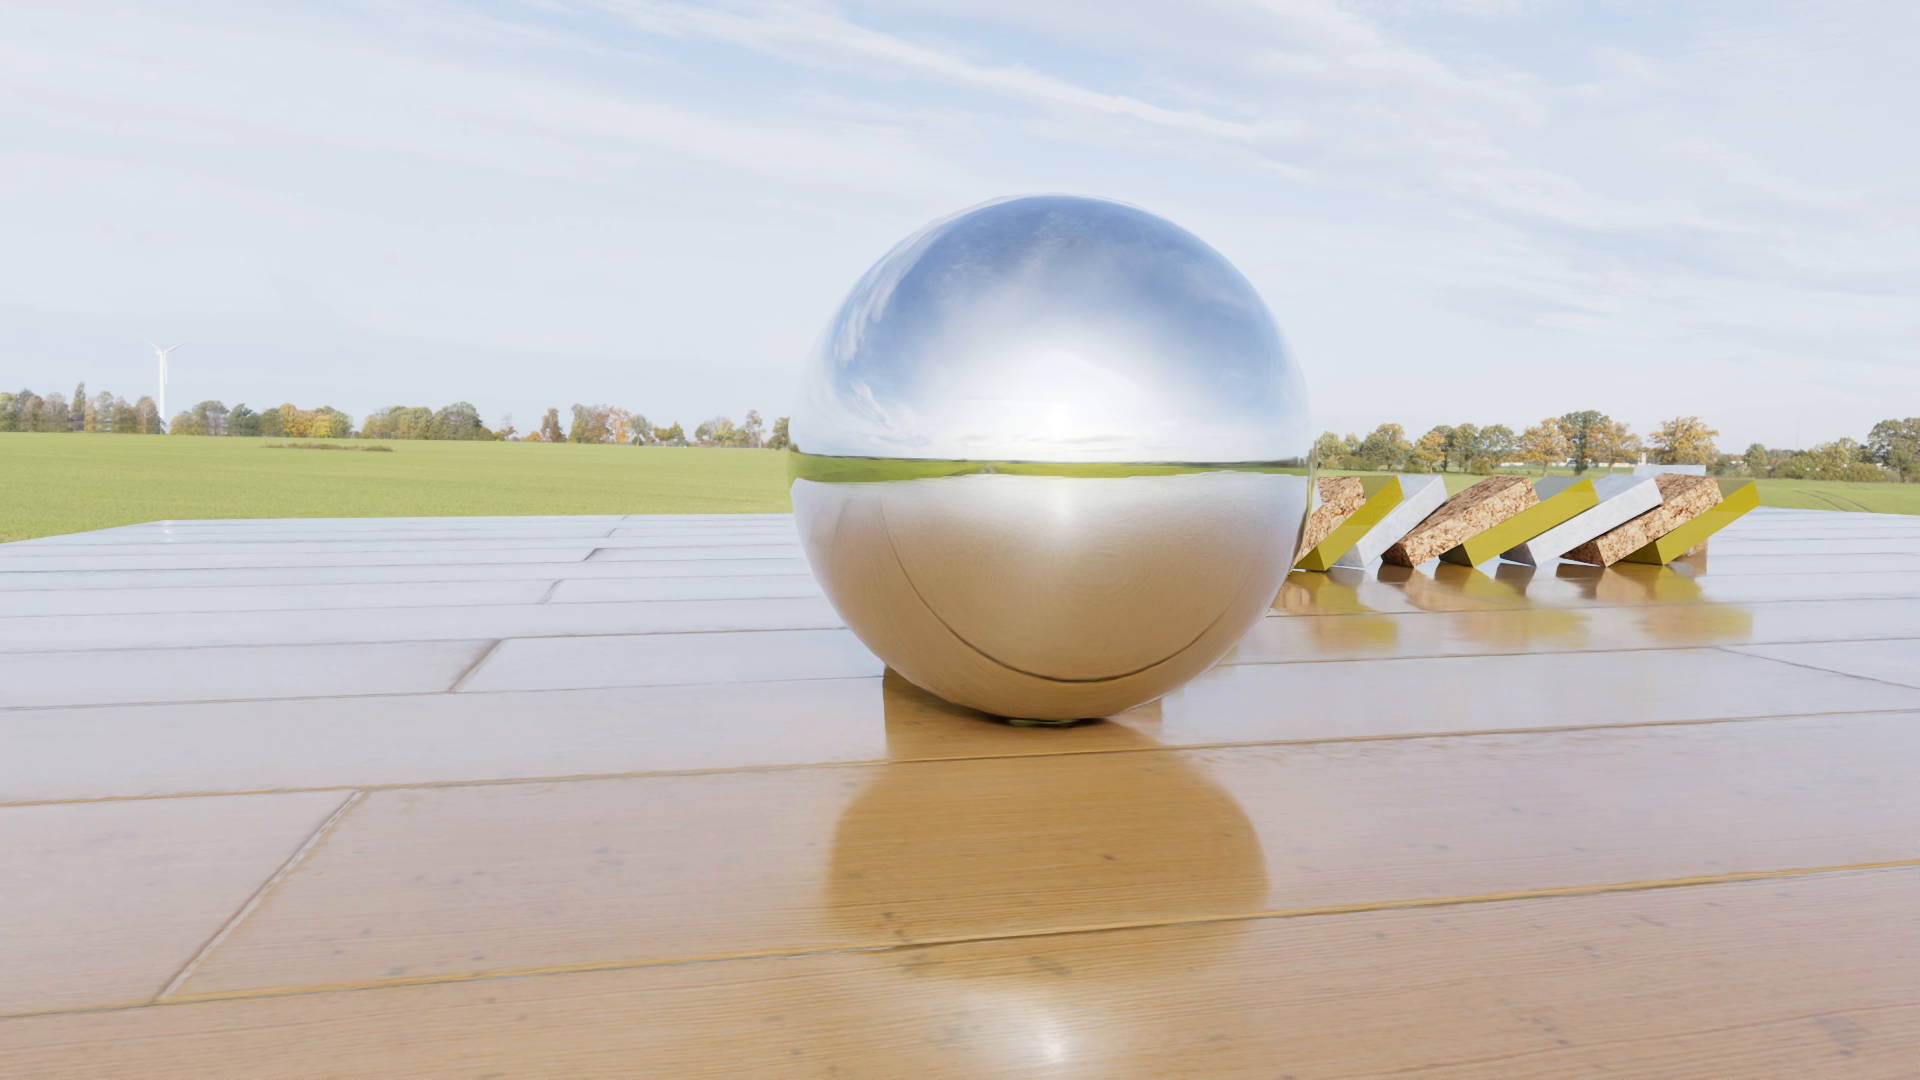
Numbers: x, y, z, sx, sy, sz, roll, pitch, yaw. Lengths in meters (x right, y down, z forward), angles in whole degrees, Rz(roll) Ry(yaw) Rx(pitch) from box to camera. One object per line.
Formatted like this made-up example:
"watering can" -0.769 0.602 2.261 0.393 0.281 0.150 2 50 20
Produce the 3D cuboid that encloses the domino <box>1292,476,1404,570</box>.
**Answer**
"domino" 0.129 -0.007 0.445 0.050 0.009 0.025 -35 22 -31

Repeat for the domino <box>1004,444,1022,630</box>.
"domino" 0.001 -0.002 0.307 0.025 0.050 0.009 0 -40 7

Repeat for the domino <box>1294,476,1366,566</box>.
"domino" 0.111 -0.005 0.432 0.050 0.009 0.025 -35 23 -31

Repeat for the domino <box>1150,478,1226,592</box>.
"domino" 0.061 -0.002 0.388 0.025 0.009 0.050 1 31 27

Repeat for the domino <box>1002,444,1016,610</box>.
"domino" -0.001 -0.001 0.294 0.025 0.050 0.010 0 -40 8

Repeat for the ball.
"ball" 0.014 -0.012 0.198 0.080 0.080 0.080 0 4 0

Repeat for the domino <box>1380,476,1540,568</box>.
"domino" 0.174 -0.007 0.453 0.050 0.009 0.025 -27 6 -3

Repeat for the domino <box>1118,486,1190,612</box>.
"domino" 0.043 0.001 0.348 0.025 0.010 0.050 2 31 26

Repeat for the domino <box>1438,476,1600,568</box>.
"domino" 0.196 -0.007 0.454 0.050 0.009 0.025 -27 6 -3

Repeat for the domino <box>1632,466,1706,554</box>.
"domino" 0.272 -0.013 0.498 0.025 0.010 0.050 2 33 36

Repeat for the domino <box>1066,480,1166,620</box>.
"domino" 0.034 0.001 0.330 0.025 0.009 0.050 2 34 26

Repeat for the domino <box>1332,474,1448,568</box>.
"domino" 0.147 -0.007 0.456 0.050 0.010 0.025 -33 20 -28

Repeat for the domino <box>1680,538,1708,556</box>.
"domino" 0.283 -0.001 0.515 0.025 0.009 0.050 3 5 37

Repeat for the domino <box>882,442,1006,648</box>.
"domino" -0.003 0.000 0.280 0.025 0.050 0.009 -1 -40 2

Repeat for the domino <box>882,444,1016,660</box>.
"domino" -0.001 0.001 0.266 0.025 0.050 0.009 0 -40 3

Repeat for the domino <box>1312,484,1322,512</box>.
"domino" 0.093 -0.004 0.420 0.050 0.009 0.025 -35 24 -31

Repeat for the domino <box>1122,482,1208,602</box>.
"domino" 0.053 -0.001 0.368 0.025 0.009 0.050 2 31 26

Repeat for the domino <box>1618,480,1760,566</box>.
"domino" 0.261 -0.007 0.466 0.050 0.010 0.025 -27 13 -16

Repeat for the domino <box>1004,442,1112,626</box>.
"domino" 0.019 -0.003 0.317 0.025 0.050 0.009 2 -38 26

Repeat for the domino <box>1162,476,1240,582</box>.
"domino" 0.071 -0.004 0.408 0.025 0.009 0.050 0 31 28

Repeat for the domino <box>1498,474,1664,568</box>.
"domino" 0.218 -0.007 0.456 0.050 0.010 0.025 -27 8 -2

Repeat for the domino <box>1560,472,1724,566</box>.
"domino" 0.241 -0.008 0.458 0.050 0.009 0.025 -28 11 -7
